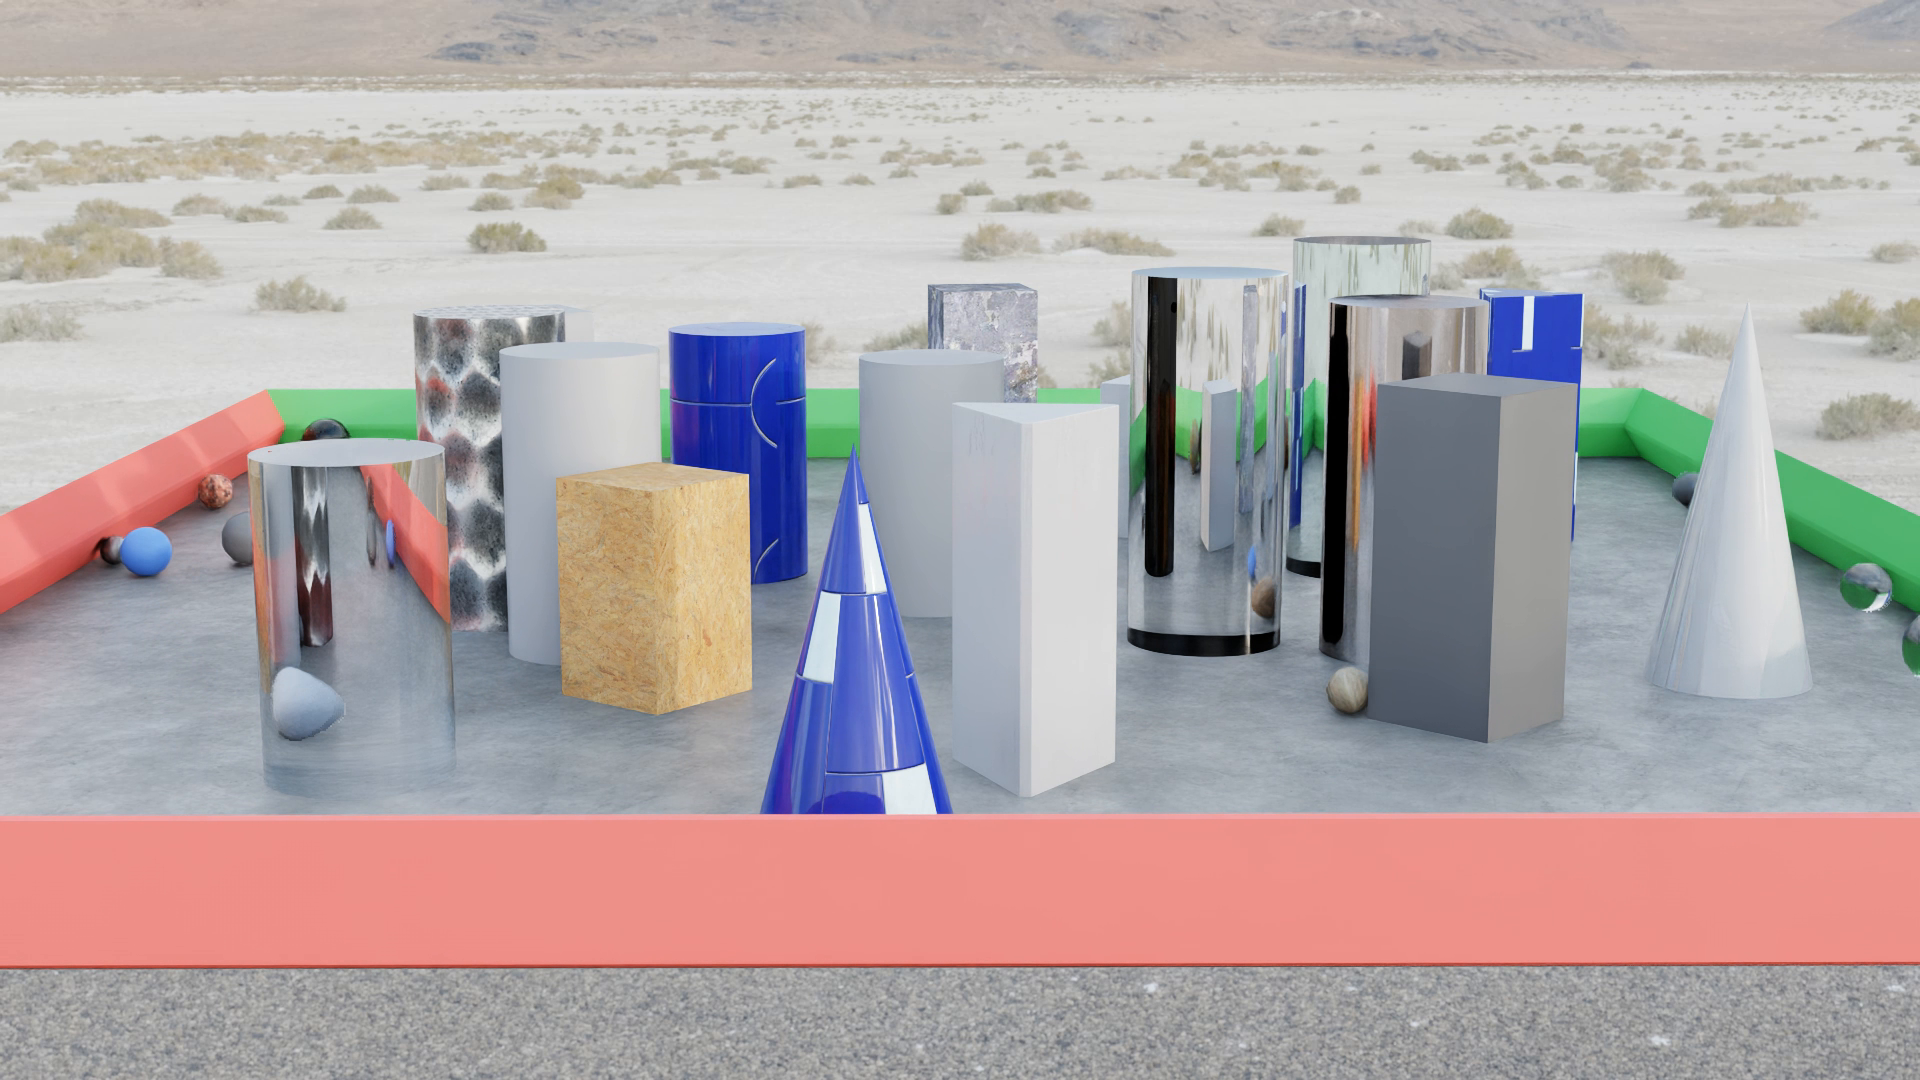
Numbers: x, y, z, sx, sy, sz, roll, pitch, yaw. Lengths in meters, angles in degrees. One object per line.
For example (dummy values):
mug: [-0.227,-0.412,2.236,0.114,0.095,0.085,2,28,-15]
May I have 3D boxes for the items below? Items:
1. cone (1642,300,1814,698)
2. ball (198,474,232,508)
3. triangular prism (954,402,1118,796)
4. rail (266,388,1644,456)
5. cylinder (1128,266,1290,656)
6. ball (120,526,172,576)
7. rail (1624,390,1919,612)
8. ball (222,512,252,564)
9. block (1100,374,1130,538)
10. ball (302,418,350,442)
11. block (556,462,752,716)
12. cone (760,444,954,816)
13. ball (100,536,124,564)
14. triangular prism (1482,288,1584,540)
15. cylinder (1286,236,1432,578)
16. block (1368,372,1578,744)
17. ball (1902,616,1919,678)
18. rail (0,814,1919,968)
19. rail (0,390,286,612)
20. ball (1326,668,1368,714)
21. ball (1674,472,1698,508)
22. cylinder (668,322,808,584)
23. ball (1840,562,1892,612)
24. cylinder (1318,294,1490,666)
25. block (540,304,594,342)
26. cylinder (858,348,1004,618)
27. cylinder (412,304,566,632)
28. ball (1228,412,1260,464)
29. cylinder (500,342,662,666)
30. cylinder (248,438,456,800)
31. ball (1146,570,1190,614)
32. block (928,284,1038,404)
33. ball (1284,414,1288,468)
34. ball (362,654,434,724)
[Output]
cone: [0.921,-0.058,3.039,0.196,0.457,0.196,0,11,0]
ball: [-1.238,-0.081,4.262,0.057,0.057,0.057,0,11,0]
triangular prism: [0.054,0.052,2.659,0.147,0.380,0.170,7,13,34]
rail: [-0.008,-0.216,4.791,2.582,0.127,0.045,0,11,0]
cylinder: [0.312,-0.103,3.249,0.196,0.470,0.196,0,11,0]
ball: [-1.173,0.016,3.697,0.071,0.071,0.071,0,11,0]
rail: [1.267,0.031,3.456,0.045,0.127,2.777,0,11,0]
ball: [-1.048,-0.003,3.783,0.078,0.078,0.078,0,11,0]
block: [0.322,-0.132,4.035,0.157,0.240,0.157,5,12,24]
ball: [-1.168,-0.182,4.728,0.086,0.086,0.086,0,11,0]
block: [-0.356,0.052,2.994,0.157,0.257,0.157,8,13,38]
cone: [-0.099,0.095,2.426,0.196,0.379,0.196,0,11,0]
ball: [-1.246,0.015,3.783,0.042,0.042,0.042,0,11,0]
triangular prism: [0.845,-0.194,3.977,0.170,0.383,0.147,-4,11,-23]
cylinder: [0.576,-0.194,3.716,0.196,0.478,0.196,0,11,0]
block: [0.571,0.014,2.863,0.157,0.379,0.157,10,14,43]
ball: [1.165,0.127,3.045,0.091,0.091,0.091,0,11,0]
rail: [0.008,0.282,2.107,2.582,0.127,0.045,0,11,0]
rail: [-1.267,0.034,3.442,0.045,0.127,2.777,0,11,0]
ball: [0.443,0.171,2.914,0.053,0.053,0.053,0,11,0]
ball: [1.219,-0.083,4.271,0.058,0.058,0.058,0,11,0]
cylinder: [-0.319,-0.128,3.702,0.196,0.354,0.196,0,11,0]
ball: [1.221,0.063,3.457,0.067,0.067,0.067,0,11,0]
cylinder: [0.551,-0.077,3.193,0.196,0.440,0.196,0,11,0]
block: [-0.689,-0.201,4.138,0.157,0.339,0.157,-6,12,-29]
cylinder: [-0.039,-0.081,3.491,0.196,0.338,0.196,0,11,0]
cylinder: [-0.615,-0.098,3.391,0.196,0.408,0.196,0,11,0]
ball: [0.505,-0.188,4.728,0.098,0.098,0.098,0,11,0]
cylinder: [-0.471,-0.049,3.210,0.196,0.378,0.196,0,11,0]
cylinder: [-0.624,0.076,2.642,0.196,0.338,0.196,0,11,0]
ball: [0.279,0.070,3.446,0.058,0.058,0.058,0,11,0]
block: [0.037,-0.243,4.304,0.157,0.360,0.157,-2,11,-10]
ball: [0.602,-0.181,4.686,0.098,0.098,0.098,0,11,0]
ball: [-0.628,0.167,2.867,0.078,0.078,0.078,0,11,0]
